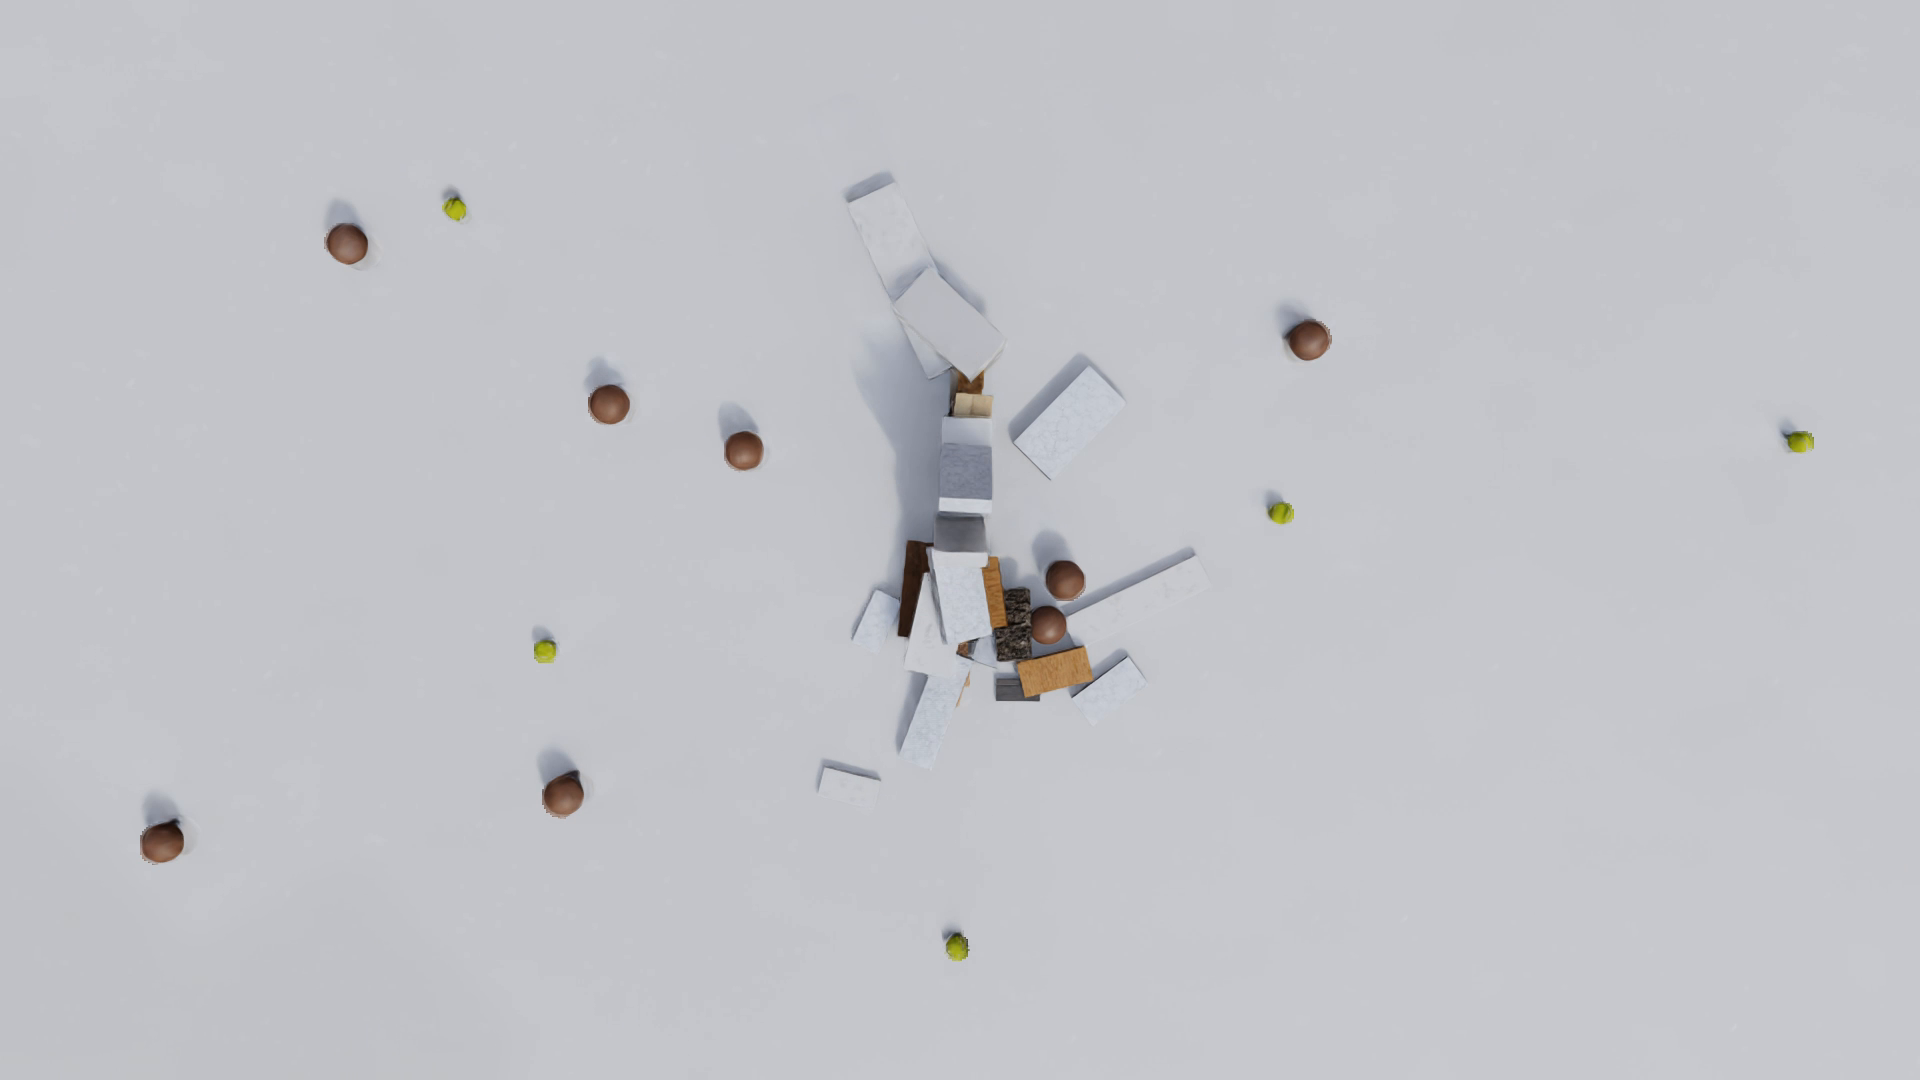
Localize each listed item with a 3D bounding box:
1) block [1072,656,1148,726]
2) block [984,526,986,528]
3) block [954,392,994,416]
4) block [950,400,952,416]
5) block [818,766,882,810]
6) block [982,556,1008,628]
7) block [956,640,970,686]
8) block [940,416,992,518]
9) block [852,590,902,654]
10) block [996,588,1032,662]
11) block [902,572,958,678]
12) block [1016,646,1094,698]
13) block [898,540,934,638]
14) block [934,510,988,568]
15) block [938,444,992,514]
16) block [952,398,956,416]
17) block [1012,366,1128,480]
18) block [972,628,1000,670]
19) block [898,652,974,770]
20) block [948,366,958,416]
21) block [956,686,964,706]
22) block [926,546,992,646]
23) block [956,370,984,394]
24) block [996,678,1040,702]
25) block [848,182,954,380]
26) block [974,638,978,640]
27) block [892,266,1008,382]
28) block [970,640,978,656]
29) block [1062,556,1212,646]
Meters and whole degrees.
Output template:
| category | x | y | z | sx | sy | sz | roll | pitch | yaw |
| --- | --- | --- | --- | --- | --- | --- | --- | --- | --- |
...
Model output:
| category | x | y | z | sx | sy | sz | roll | pitch | yaw |
| --- | --- | --- | --- | --- | --- | --- | --- | --- | --- |
| block | 0.499 | 0.503 | 5.483 | 0.233 | 0.033 | 0.117 | -37 | 90 | 0 |
| block | 0.033 | 0.047 | 5.459 | 0.097 | 0.027 | 0.193 | 2 | 104 | -3 |
| block | 0.034 | -0.355 | 5.356 | 0.121 | 0.034 | 0.242 | 7 | 102 | -1 |
| block | 0.007 | -0.380 | 5.467 | 0.083 | 0.024 | 0.167 | 2 | 104 | -2 |
| block | -0.367 | 0.825 | 5.486 | 0.194 | 0.027 | 0.097 | 14 | 90 | 0 |
| block | 0.084 | 0.177 | 5.413 | 0.115 | 0.033 | 0.230 | -9 | 84 | 10 |
| block | -0.018 | 0.394 | 5.466 | 0.091 | 0.026 | 0.183 | -3 | 89 | 2 |
| block | 0.020 | -0.237 | 5.339 | 0.162 | 0.046 | 0.323 | 1 | 101 | -1 |
| block | -0.275 | 0.271 | 5.486 | 0.097 | 0.027 | 0.193 | 25 | 90 | 0 |
| block | 0.176 | 0.280 | 5.418 | 0.115 | 0.033 | 0.230 | -9 | 75 | 32 |
| block | -0.076 | 0.277 | 5.363 | 0.160 | 0.045 | 0.320 | 13 | 88 | -10 |
| block | 0.314 | 0.434 | 5.456 | 0.233 | 0.033 | 0.117 | -14 | 97 | 0 |
| block | -0.109 | 0.168 | 5.446 | 0.160 | 0.045 | 0.320 | 6 | 90 | 24 |
| block | -0.001 | -0.007 | 5.210 | 0.162 | 0.477 | 0.046 | 1 | 106 | -1 |
| block | 0.018 | -0.194 | 5.163 | 0.162 | 0.323 | 0.046 | 3 | 123 | -2 |
| block | 0.027 | -0.343 | 5.424 | 0.121 | 0.034 | 0.242 | 5 | 114 | 0 |
| block | 0.365 | -0.387 | 5.475 | 0.179 | 0.051 | 0.358 | 45 | 90 | 0 |
| block | 0.109 | 0.327 | 5.466 | 0.091 | 0.026 | 0.183 | 18 | 77 | 2 |
| block | -0.080 | 0.556 | 5.449 | 0.117 | 0.033 | 0.400 | 21 | 100 | 0 |
| block | 0.007 | -0.487 | 5.463 | 0.083 | 0.024 | 0.167 | 2 | 107 | -2 |
| block | -0.020 | 0.473 | 5.488 | 0.073 | 0.021 | 0.146 | 16 | 90 | 2 |
| block | -0.003 | 0.165 | 5.312 | 0.160 | 0.045 | 0.319 | -14 | 101 | -22 |
| block | 0.032 | -0.486 | 5.420 | 0.083 | 0.024 | 0.167 | 5 | 96 | -2 |
| block | 0.194 | 0.500 | 5.490 | 0.146 | 0.021 | 0.073 | 0 | 90 | 0 |
| block | -0.159 | -0.860 | 5.475 | 0.179 | 0.051 | 0.635 | -25 | 90 | 0 |
| block | 0.020 | 0.238 | 5.458 | 0.091 | 0.026 | 0.183 | 5 | 73 | -3 |
| block | -0.033 | -0.705 | 5.393 | 0.358 | 0.051 | 0.179 | 44 | 90 | 10 |
| block | 0.112 | 0.362 | 5.490 | 0.146 | 0.021 | 0.073 | 8 | 90 | 0 |
| block | 0.588 | 0.208 | 5.484 | 0.493 | 0.033 | 0.115 | -25 | 90 | 0 |
